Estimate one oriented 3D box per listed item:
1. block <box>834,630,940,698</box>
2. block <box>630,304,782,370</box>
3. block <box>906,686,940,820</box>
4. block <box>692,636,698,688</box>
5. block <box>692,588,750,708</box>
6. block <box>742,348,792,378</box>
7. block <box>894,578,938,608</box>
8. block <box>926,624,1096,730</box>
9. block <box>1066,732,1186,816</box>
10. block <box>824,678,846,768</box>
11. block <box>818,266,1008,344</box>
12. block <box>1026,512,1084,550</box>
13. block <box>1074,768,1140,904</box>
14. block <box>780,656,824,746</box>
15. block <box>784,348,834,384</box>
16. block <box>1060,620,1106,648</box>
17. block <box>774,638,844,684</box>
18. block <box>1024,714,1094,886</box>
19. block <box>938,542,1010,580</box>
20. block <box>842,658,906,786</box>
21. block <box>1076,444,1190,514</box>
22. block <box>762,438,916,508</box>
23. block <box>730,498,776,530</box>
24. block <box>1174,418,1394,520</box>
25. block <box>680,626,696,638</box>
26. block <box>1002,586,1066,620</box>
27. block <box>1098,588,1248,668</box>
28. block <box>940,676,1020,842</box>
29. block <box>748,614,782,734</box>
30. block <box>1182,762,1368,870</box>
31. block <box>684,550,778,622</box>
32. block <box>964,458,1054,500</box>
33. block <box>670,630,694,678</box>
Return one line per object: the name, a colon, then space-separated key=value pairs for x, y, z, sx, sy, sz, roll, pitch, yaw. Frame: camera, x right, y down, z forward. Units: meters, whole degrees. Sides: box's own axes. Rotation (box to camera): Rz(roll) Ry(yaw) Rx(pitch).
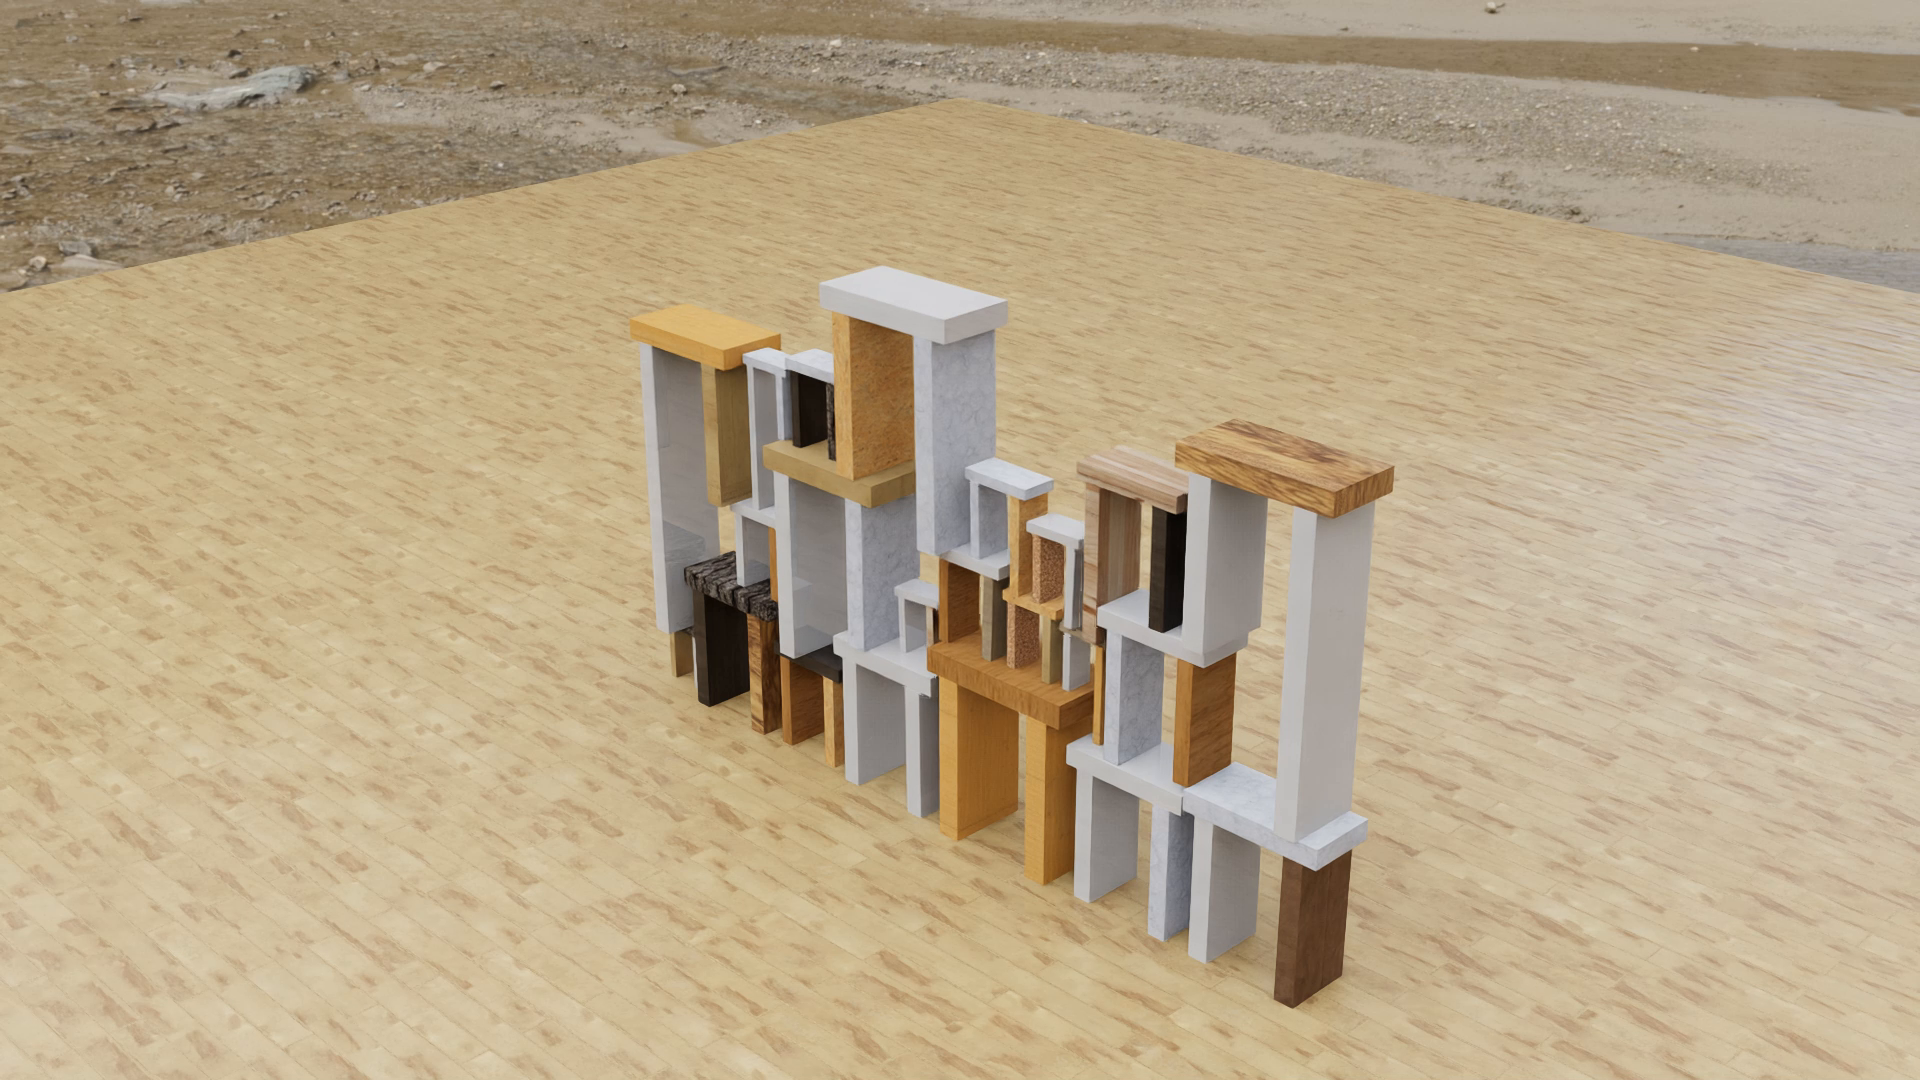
block: x=-0.108 y=0.231 z=4.438 sx=0.283 sy=0.040 sz=0.141 roll=21 pitch=31 yaw=41
block: x=-0.537 y=-0.429 z=4.621 sx=0.310 sy=0.044 sz=0.155 roll=21 pitch=31 yaw=40
block: x=-0.043 y=0.408 z=4.436 sx=0.141 sy=0.283 sz=0.040 roll=-21 pitch=31 yaw=-40
block: x=-0.571 y=0.268 z=4.966 sx=0.063 sy=0.127 sz=0.018 roll=-21 pitch=31 yaw=-41
block: x=-0.521 y=0.219 z=4.888 sx=0.039 sy=0.278 sz=0.139 roll=21 pitch=31 yaw=41
block: x=-0.373 y=-0.362 z=4.477 sx=0.068 sy=0.019 sz=0.136 roll=-21 pitch=30 yaw=-40
block: x=-0.068 y=0.106 z=4.347 sx=0.119 sy=0.017 sz=0.059 roll=16 pitch=28 yaw=42
block: x=0.121 y=0.255 z=4.205 sx=0.174 sy=0.049 sz=0.348 roll=-21 pitch=31 yaw=-41
block: x=0.343 y=0.416 z=4.028 sx=0.274 sy=0.039 sz=0.137 roll=21 pitch=31 yaw=41
block: x=-0.238 y=0.367 z=4.633 sx=0.029 sy=0.205 sz=0.103 roll=21 pitch=31 yaw=41
block: x=-0.090 y=-0.443 z=4.125 sx=0.334 sy=0.047 sz=0.167 roll=21 pitch=31 yaw=40
block: x=0.193 y=-0.017 z=4.004 sx=0.068 sy=0.019 sz=0.137 roll=-19 pitch=27 yaw=-38
block: x=0.278 y=0.535 z=4.149 sx=0.039 sy=0.275 sz=0.137 roll=21 pitch=31 yaw=41
block: x=-0.334 y=0.330 z=4.721 sx=0.103 sy=0.205 sz=0.029 roll=-21 pitch=31 yaw=-41
block: x=-0.264 y=-0.343 z=4.364 sx=0.161 sy=0.023 sz=0.081 roll=21 pitch=31 yaw=40
block: x=0.245 y=0.166 z=4.031 sx=0.116 sy=0.016 sz=0.058 roll=20 pitch=31 yaw=38
block: x=-0.286 y=0.241 z=4.631 sx=0.103 sy=0.029 sz=0.205 roll=-21 pitch=31 yaw=-41
block: x=0.203 y=0.470 z=4.207 sx=0.049 sy=0.348 sz=0.174 roll=21 pitch=31 yaw=41
block: x=0.041 y=0.030 z=4.194 sx=0.174 sy=0.025 sz=0.087 roll=21 pitch=31 yaw=41
block: x=-0.175 y=0.355 z=4.563 sx=0.040 sy=0.283 sz=0.141 roll=21 pitch=31 yaw=41
block: x=0.326 y=-0.107 z=3.818 sx=0.115 sy=0.033 sz=0.229 roll=-21 pitch=31 yaw=-40
block: x=-0.229 y=-0.148 z=4.404 sx=0.320 sy=0.045 sz=0.160 roll=21 pitch=31 yaw=40
block: x=-0.401 y=-0.063 z=4.638 sx=0.167 sy=0.024 sz=0.084 roll=21 pitch=31 yaw=41
block: x=0.528 y=-0.121 z=3.599 sx=0.322 sy=0.046 sz=0.161 roll=21 pitch=31 yaw=41
block: x=-0.601 y=0.190 z=4.966 sx=0.063 sy=0.018 sz=0.127 roll=-21 pitch=31 yaw=-40
block: x=0.152 y=0.111 z=4.107 sx=0.068 sy=0.019 sz=0.136 roll=-21 pitch=31 yaw=-41
block: x=0.374 y=0.153 z=3.881 sx=0.244 sy=0.035 sz=0.122 roll=21 pitch=31 yaw=40
block: x=0.039 y=0.406 z=4.358 sx=0.049 sy=0.348 sz=0.174 roll=21 pitch=31 yaw=41
block: x=-0.390 y=0.270 z=4.768 sx=0.039 sy=0.278 sz=0.139 roll=21 pitch=31 yaw=41
block: x=0.548 y=0.479 z=3.836 sx=0.145 sy=0.041 sz=0.291 roll=-21 pitch=31 yaw=-41
block: x=-0.455 y=0.099 z=4.766 sx=0.139 sy=0.039 sz=0.278 roll=-21 pitch=31 yaw=-41
block: x=0.091 y=-0.114 z=4.079 sx=0.154 sy=0.022 sz=0.077 roll=22 pitch=31 yaw=40
block: x=-0.631 y=0.245 z=5.021 sx=0.063 sy=0.127 sz=0.018 roll=-21 pitch=31 yaw=-41
